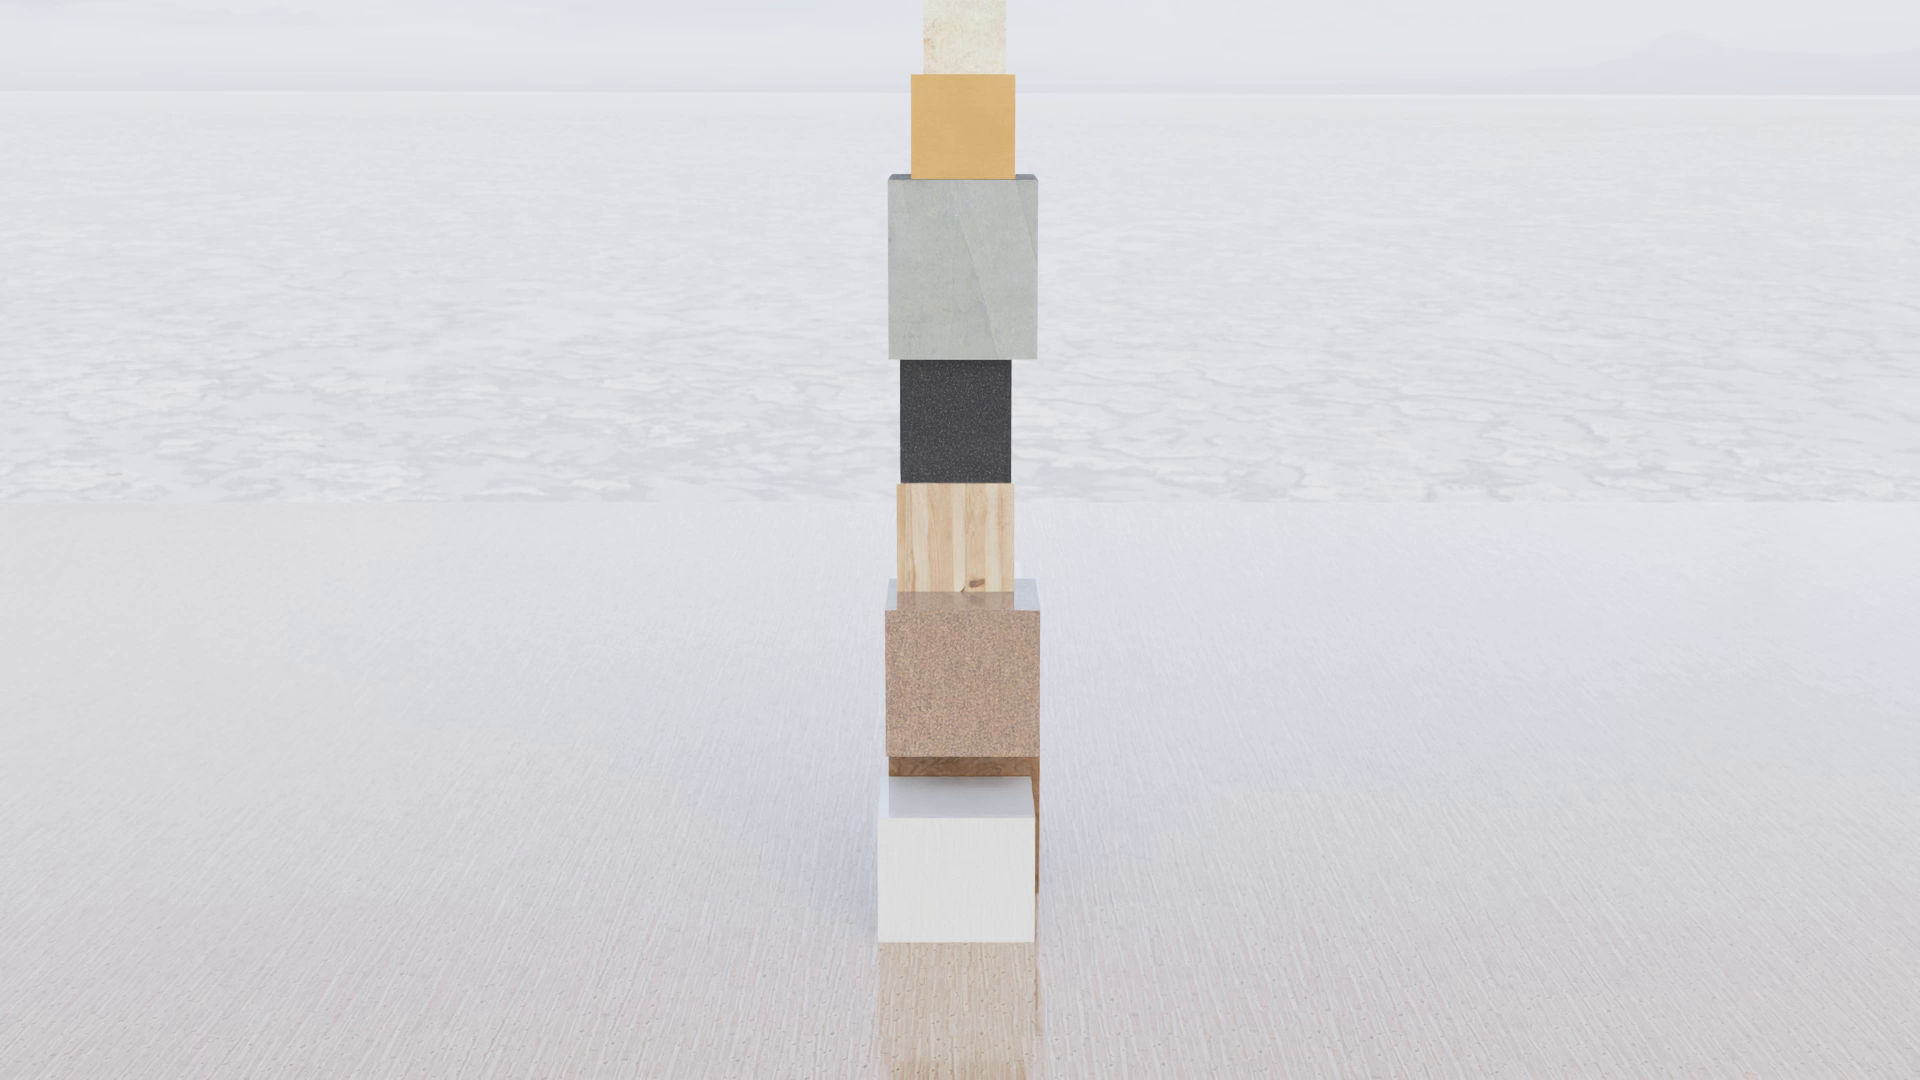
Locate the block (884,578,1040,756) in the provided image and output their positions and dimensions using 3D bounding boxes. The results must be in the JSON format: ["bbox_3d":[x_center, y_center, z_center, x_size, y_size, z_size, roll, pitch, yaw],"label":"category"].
[{"bbox_3d":[0.011,0.536,10.968,0.641,0.623,0.678,0,10,0],"label":"block"}]

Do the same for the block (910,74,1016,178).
[{"bbox_3d":[0.013,-1.754,10.861,0.433,0.429,0.442,0,10,0],"label":"block"}]

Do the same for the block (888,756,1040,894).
[{"bbox_3d":[0.019,1.131,11.391,0.649,0.699,0.655,0,10,0],"label":"block"}]

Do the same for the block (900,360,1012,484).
[{"bbox_3d":[-0.018,-0.548,11.081,0.472,0.537,0.471,0,10,0],"label":"block"}]

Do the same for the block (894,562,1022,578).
[{"bbox_3d":[-0.007,0.438,11.615,0.571,0.585,0.599,0,9,0],"label":"block"}]

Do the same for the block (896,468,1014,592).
[{"bbox_3d":[-0.019,-0.055,11.170,0.501,0.466,0.513,0,10,0],"label":"block"}]

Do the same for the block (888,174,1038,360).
[{"bbox_3d":[0.012,-1.178,10.966,0.621,0.743,0.663,0,10,0],"label":"block"}]

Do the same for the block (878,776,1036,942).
[{"bbox_3d":[-0.016,1.332,10.767,0.641,0.528,0.626,0,10,0],"label":"block"}]

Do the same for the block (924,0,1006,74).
[{"bbox_3d":[0.019,-2.113,10.796,0.344,0.301,0.305,0,10,0],"label":"block"}]
